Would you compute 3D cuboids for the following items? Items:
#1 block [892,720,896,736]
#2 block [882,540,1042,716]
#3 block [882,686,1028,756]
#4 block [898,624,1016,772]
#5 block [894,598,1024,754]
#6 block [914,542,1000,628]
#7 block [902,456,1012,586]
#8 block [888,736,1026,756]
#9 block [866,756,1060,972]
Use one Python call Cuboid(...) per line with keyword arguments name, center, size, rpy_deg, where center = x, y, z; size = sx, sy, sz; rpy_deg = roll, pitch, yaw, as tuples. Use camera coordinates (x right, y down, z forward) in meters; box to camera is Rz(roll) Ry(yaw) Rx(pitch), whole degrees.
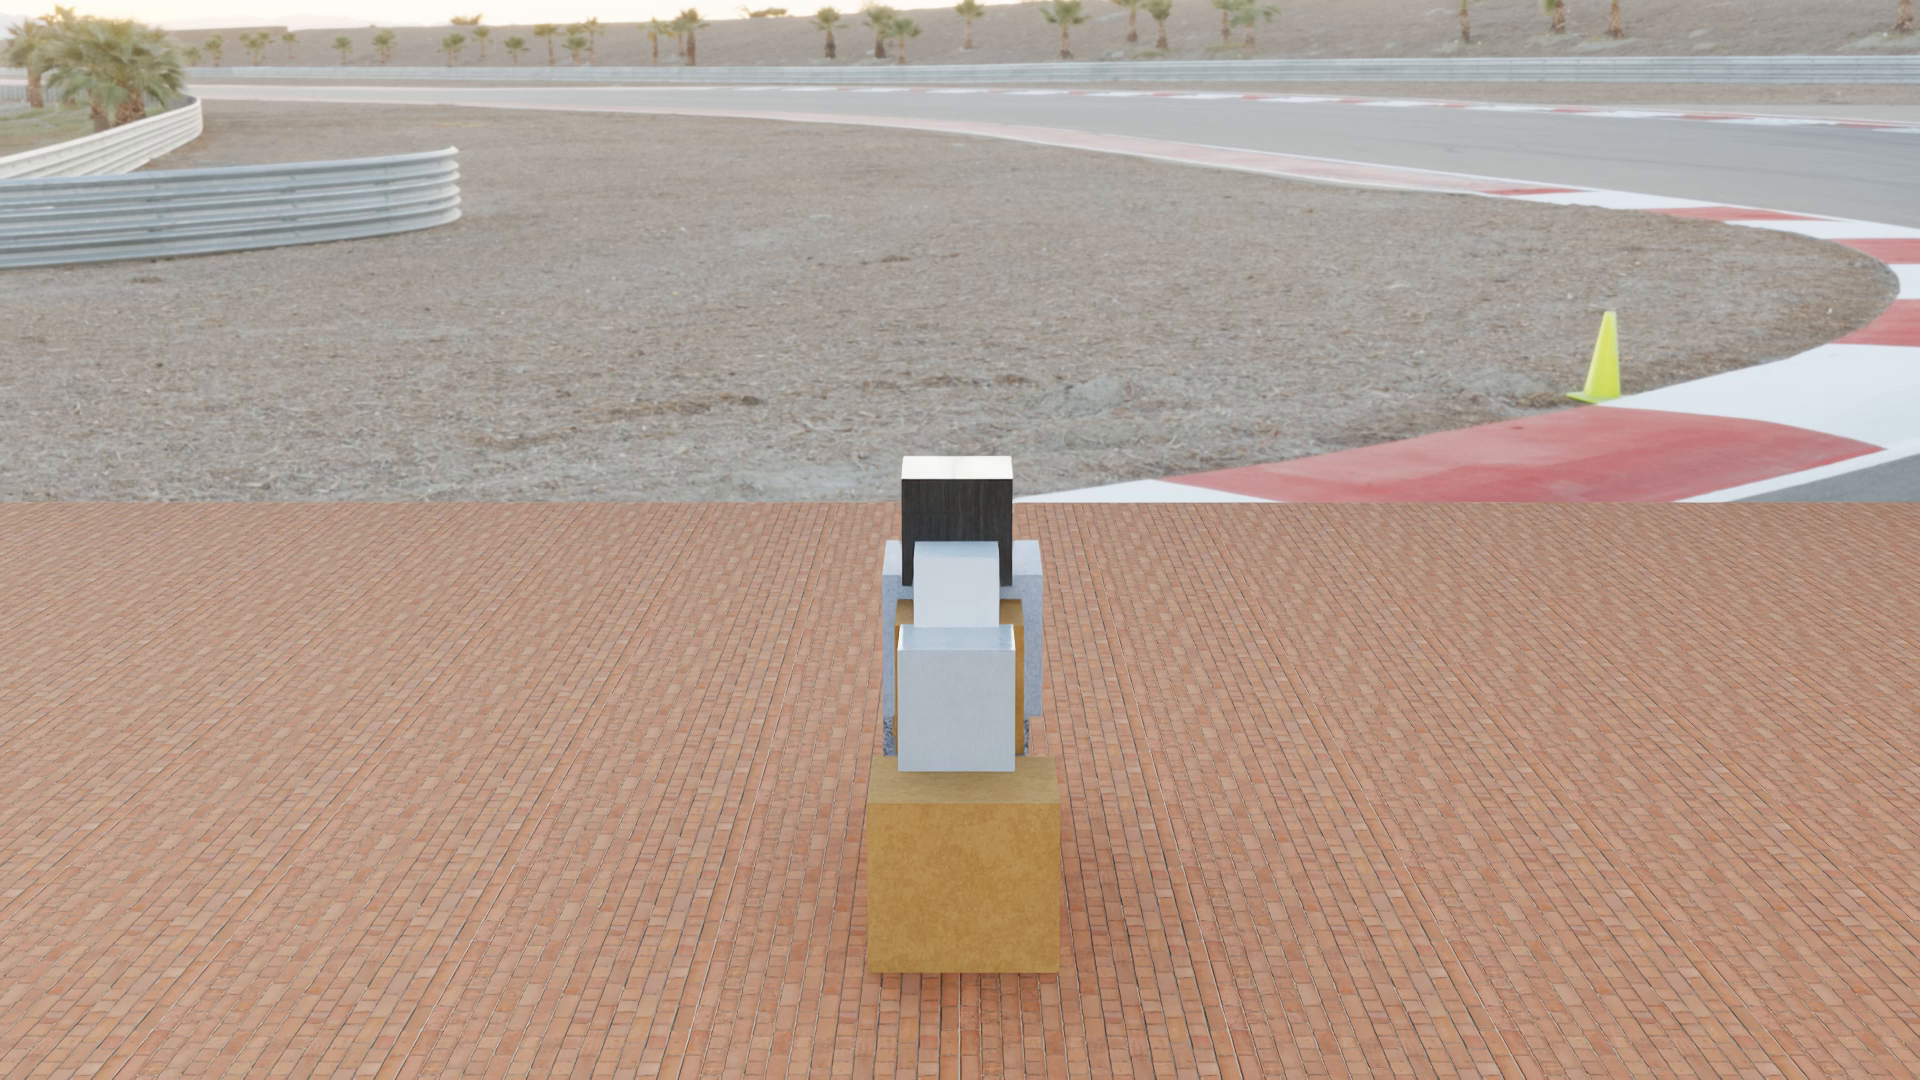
Cuboid(name="block", center=(-0.009, 1.109, 11.689), size=(0.586, 0.636, 0.633), rpy_deg=(0, 10, 0))
Cuboid(name="block", center=(0.011, 0.396, 11.758), size=(0.711, 0.657, 0.671), rpy_deg=(0, 13, 0))
Cuboid(name="block", center=(-0.019, 0.965, 12.346), size=(0.682, 0.685, 0.690), rpy_deg=(0, 10, 0))
Cuboid(name="block", center=(-0.014, 0.652, 10.678), size=(0.477, 0.510, 0.493), rpy_deg=(0, 10, 0))
Cuboid(name="block", center=(-0.003, 0.591, 11.187), size=(0.550, 0.567, 0.515), rpy_deg=(0, 12, 0))
Cuboid(name="block", center=(-0.015, 0.188, 10.963), size=(0.359, 0.301, 0.383), rpy_deg=(0, 10, 0))
Cuboid(name="block", center=(-0.013, -0.088, 11.327), size=(0.480, 0.482, 0.438), rpy_deg=(0, 15, 0))
Cuboid(name="block", center=(-0.013, 1.223, 11.087), size=(0.583, 0.628, 0.573), rpy_deg=(0, 10, 0))
Cuboid(name="block", center=(0.014, 1.307, 10.439), size=(0.757, 0.693, 0.712), rpy_deg=(0, 10, 0))
